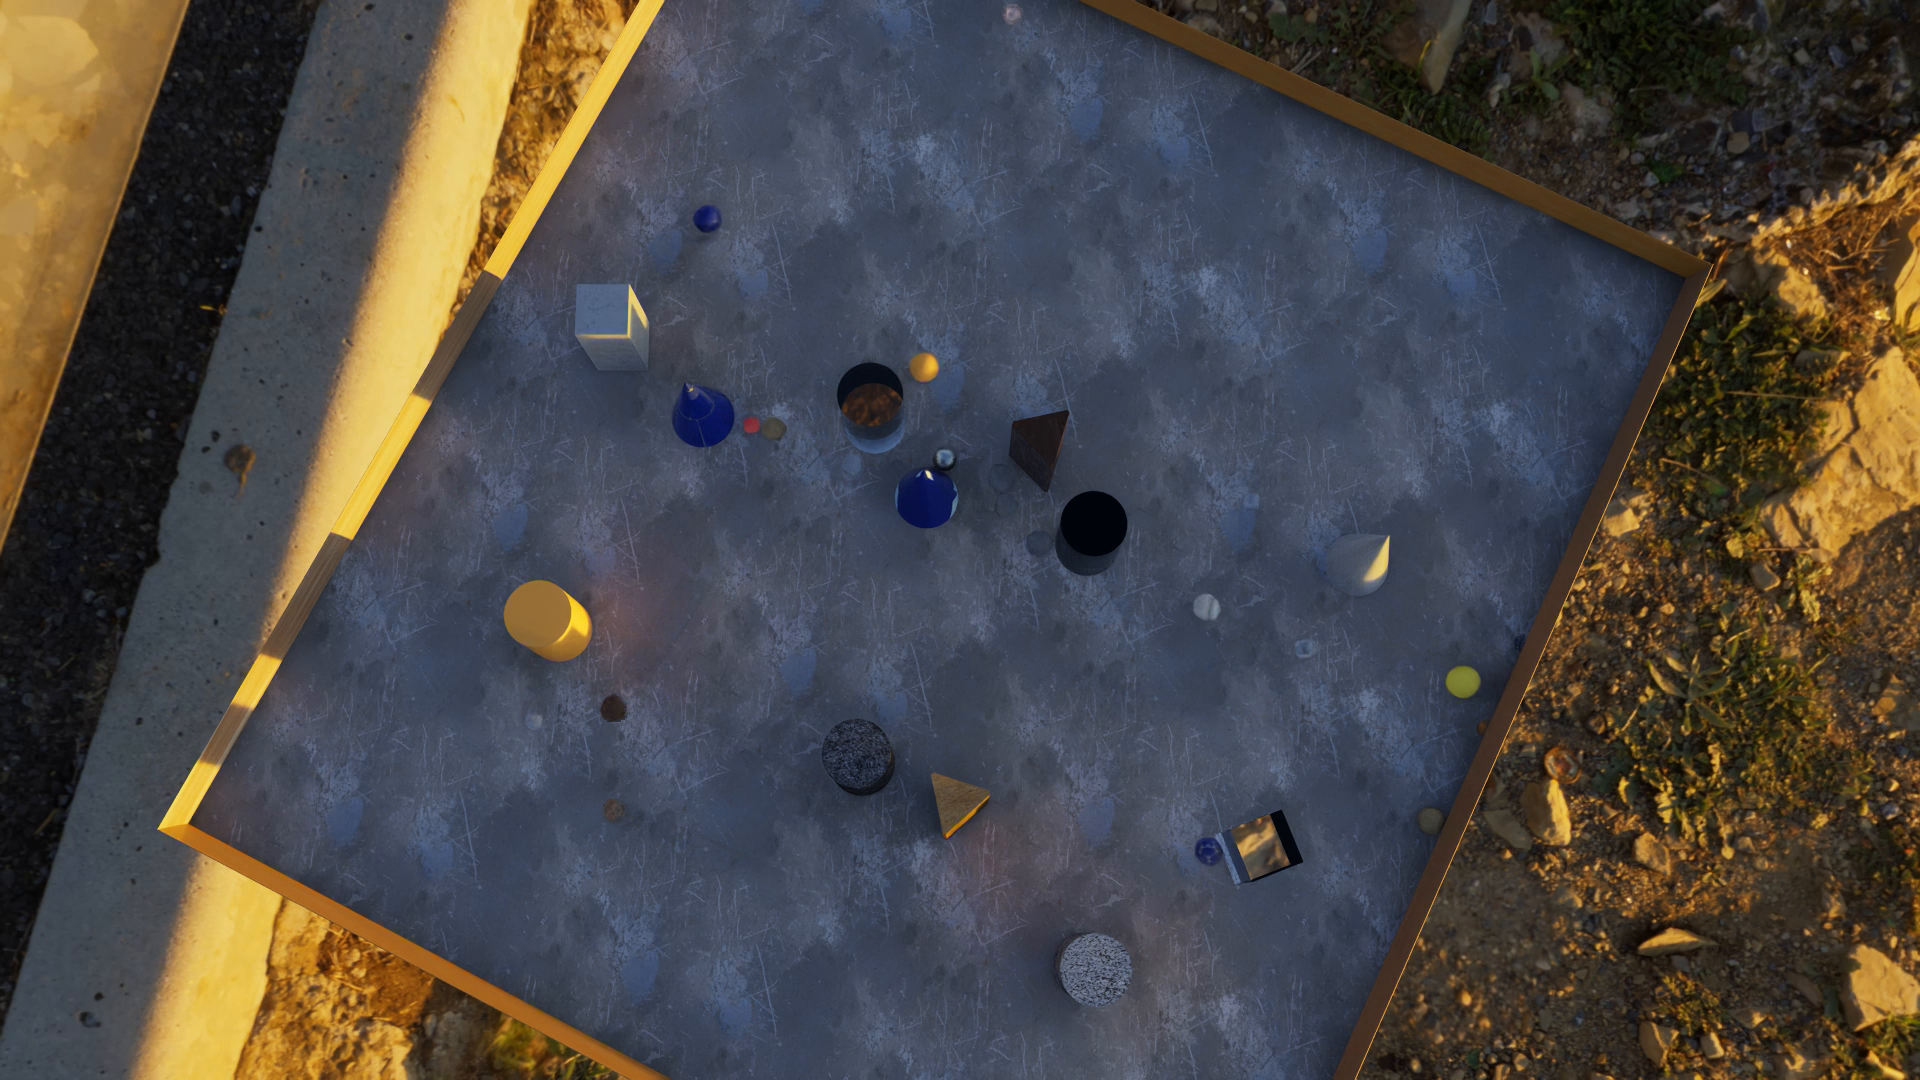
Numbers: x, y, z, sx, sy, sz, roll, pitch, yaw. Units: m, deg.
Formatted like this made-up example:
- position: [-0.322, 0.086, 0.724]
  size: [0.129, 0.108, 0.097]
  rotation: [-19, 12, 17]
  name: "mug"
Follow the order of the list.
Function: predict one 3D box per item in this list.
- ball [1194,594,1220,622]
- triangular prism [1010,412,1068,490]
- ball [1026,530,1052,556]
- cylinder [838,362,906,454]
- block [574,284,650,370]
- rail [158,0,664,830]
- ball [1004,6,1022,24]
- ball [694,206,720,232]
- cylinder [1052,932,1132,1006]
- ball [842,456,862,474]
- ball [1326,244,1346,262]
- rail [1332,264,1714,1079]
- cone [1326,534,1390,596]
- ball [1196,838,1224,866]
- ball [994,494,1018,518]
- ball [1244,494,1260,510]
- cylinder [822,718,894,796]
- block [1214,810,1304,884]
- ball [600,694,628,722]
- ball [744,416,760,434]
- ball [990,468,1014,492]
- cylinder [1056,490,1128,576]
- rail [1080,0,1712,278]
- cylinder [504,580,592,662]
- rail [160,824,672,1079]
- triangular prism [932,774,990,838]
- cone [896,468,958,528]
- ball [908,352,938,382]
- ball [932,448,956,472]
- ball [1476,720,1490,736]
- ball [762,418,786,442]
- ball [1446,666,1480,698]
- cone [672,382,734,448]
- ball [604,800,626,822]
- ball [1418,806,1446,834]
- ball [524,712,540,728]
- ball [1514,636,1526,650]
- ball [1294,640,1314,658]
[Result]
- position: [0.746, 0.205, 5.533]
  size: [0.079, 0.079, 0.079]
  rotation: [0, 78, 0]
  name: "ball"
- position: [0.263, -0.292, 5.497]
  size: [0.146, 0.352, 0.169]
  rotation: [-42, 81, -8]
  name: "triangular prism"
- position: [0.241, 0.009, 5.574]
  size: [0.080, 0.080, 0.080]
  rotation: [0, 78, 0]
  name: "ball"
- position: [-0.264, -0.395, 5.534]
  size: [0.195, 0.321, 0.195]
  rotation: [0, 78, 0]
  name: "cylinder"
- position: [-1.053, -0.642, 5.567]
  size: [0.156, 0.357, 0.156]
  rotation: [0, 78, 0]
  name: "block"
- position: [-1.497, -0.726, 5.701]
  size: [0.045, 0.126, 3.629]
  rotation: [26, 80, 5]
  name: "rail"
- position: [0.169, -1.700, 5.939]
  size: [0.058, 0.058, 0.058]
  rotation: [0, 78, 0]
  name: "ball"
- position: [-0.799, -1.012, 5.783]
  size: [0.084, 0.084, 0.084]
  rotation: [0, 78, 0]
  name: "ball"
- position: [0.368, 1.204, 5.156]
  size: [0.195, 0.414, 0.195]
  rotation: [0, 78, 0]
  name: "cylinder"
- position: [-0.332, -0.233, 5.636]
  size: [0.057, 0.057, 0.057]
  rotation: [0, 78, 0]
  name: "ball"
- position: [1.183, -0.905, 5.773]
  size: [0.061, 0.061, 0.061]
  rotation: [0, 78, 0]
  name: "ball"
- position: [1.497, 0.740, 5.398]
  size: [0.045, 0.126, 3.629]
  rotation: [26, 80, 5]
  name: "rail"
- position: [1.212, 0.031, 5.388]
  size: [0.195, 0.435, 0.195]
  rotation: [0, 78, 0]
  name: "cone"
- position: [0.733, 0.918, 5.386]
  size: [0.080, 0.080, 0.080]
  rotation: [0, 78, 0]
  name: "ball"
- position: [0.140, -0.105, 5.600]
  size: [0.075, 0.075, 0.075]
  rotation: [0, 78, 0]
  name: "ball"
- position: [0.892, -0.114, 5.615]
  size: [0.049, 0.049, 0.049]
  rotation: [0, 78, 0]
  name: "ball"
- position: [-0.292, 0.633, 5.315]
  size: [0.195, 0.333, 0.195]
  rotation: [0, 78, 0]
  name: "cylinder"
- position: [0.856, 0.885, 5.267]
  size: [0.156, 0.325, 0.156]
  rotation: [-20, 79, -4]
  name: "block"
- position: [-1.034, 0.501, 5.474]
  size: [0.085, 0.085, 0.085]
  rotation: [0, 78, 0]
  name: "ball"
- position: [-0.642, -0.355, 5.664]
  size: [0.051, 0.051, 0.051]
  rotation: [0, 78, 0]
  name: "ball"
- position: [0.127, -0.185, 5.611]
  size: [0.076, 0.076, 0.076]
  rotation: [0, 78, 0]
  name: "ball"
- position: [0.389, -0.017, 5.463]
  size: [0.195, 0.308, 0.195]
  rotation: [0, 78, 0]
  name: "cylinder"
- position: [0.801, -1.562, 5.874]
  size: [3.395, 0.126, 0.045]
  rotation: [26, 80, 5]
  name: "rail"
- position: [-1.213, 0.242, 5.412]
  size: [0.195, 0.302, 0.195]
  rotation: [0, 78, 0]
  name: "cylinder"
- position: [-0.801, 1.575, 5.225]
  size: [3.395, 0.126, 0.045]
  rotation: [26, 80, 5]
  name: "rail"
- position: [-0.029, 0.740, 5.259]
  size: [0.169, 0.401, 0.146]
  rotation: [-41, 81, -8]
  name: "triangular prism"
- position: [-0.103, -0.167, 5.468]
  size: [0.195, 0.359, 0.195]
  rotation: [0, 78, 0]
  name: "cone"
- position: [-0.113, -0.534, 5.681]
  size: [0.091, 0.091, 0.091]
  rotation: [0, 78, 0]
  name: "ball"
- position: [-0.048, -0.248, 5.631]
  size: [0.073, 0.073, 0.073]
  rotation: [0, 78, 0]
  name: "ball"
- position: [1.566, 0.563, 5.477]
  size: [0.044, 0.044, 0.044]
  rotation: [0, 78, 0]
  name: "ball"
- position: [-0.573, -0.341, 5.650]
  size: [0.072, 0.072, 0.072]
  rotation: [0, 78, 0]
  name: "ball"
- position: [1.506, 0.423, 5.480]
  size: [0.097, 0.097, 0.097]
  rotation: [0, 78, 0]
  name: "ball"
- position: [-0.798, -0.420, 5.507]
  size: [0.195, 0.385, 0.195]
  rotation: [0, 78, 0]
  name: "cone"
- position: [-1.020, 0.802, 5.418]
  size: [0.063, 0.063, 0.063]
  rotation: [0, 78, 0]
  name: "ball"
- position: [1.390, 0.825, 5.404]
  size: [0.082, 0.082, 0.082]
  rotation: [0, 78, 0]
  name: "ball"
- position: [-1.278, 0.540, 5.480]
  size: [0.048, 0.048, 0.048]
  rotation: [0, 78, 0]
  name: "ball"
- position: [1.694, 0.313, 5.530]
  size: [0.042, 0.042, 0.042]
  rotation: [0, 78, 0]
  name: "ball"
- position: [1.035, 0.329, 5.518]
  size: [0.059, 0.059, 0.059]
  rotation: [0, 78, 0]
  name: "ball"
